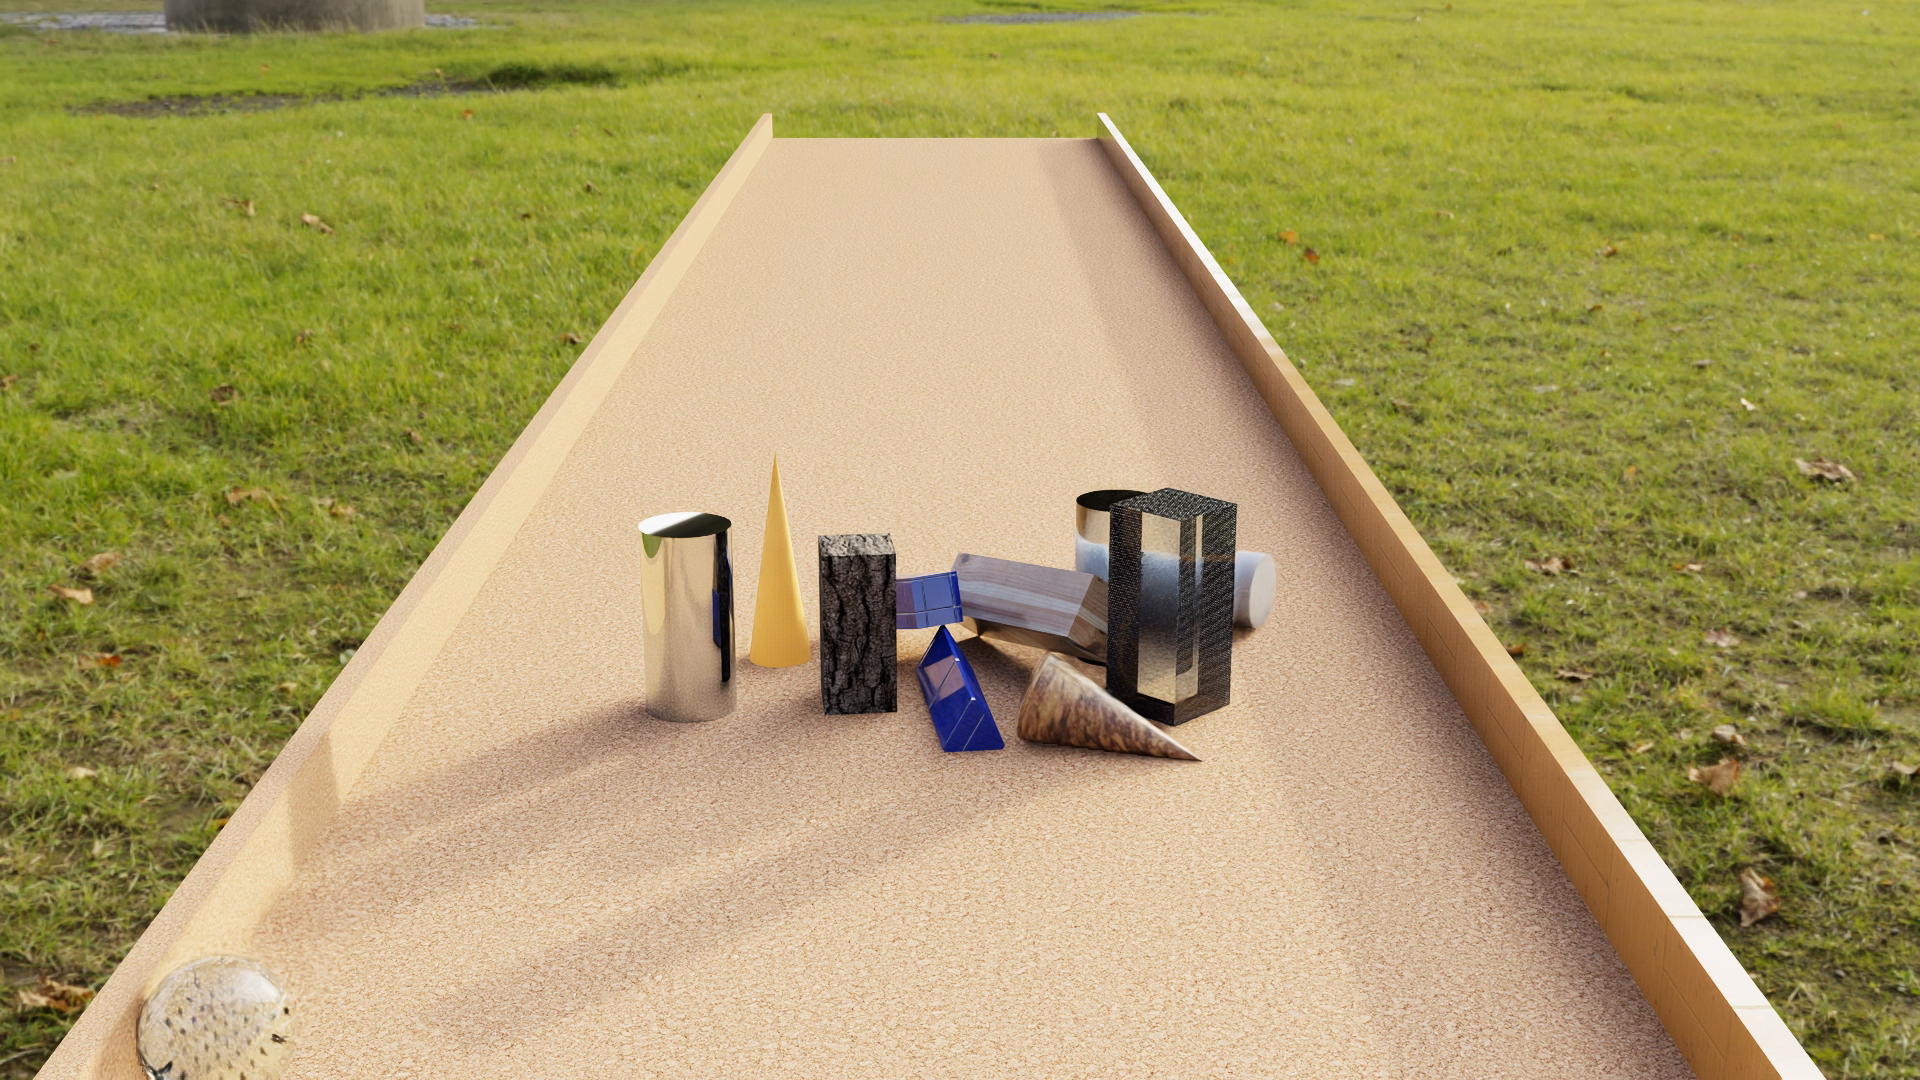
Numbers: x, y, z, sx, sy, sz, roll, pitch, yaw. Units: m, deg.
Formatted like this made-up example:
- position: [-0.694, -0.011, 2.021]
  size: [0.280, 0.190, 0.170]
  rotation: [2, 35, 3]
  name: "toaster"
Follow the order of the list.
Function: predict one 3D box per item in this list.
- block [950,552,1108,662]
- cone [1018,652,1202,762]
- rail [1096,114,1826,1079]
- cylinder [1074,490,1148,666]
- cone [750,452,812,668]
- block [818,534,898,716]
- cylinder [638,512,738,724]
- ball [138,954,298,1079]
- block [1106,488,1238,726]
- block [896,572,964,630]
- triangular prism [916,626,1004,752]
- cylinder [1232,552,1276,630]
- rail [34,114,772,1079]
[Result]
- position: [0.146, 0.131, 4.359]
  size: [0.130, 0.130, 0.440]
  rotation: [31, -13, -34]
  name: "block"
- position: [0.287, 0.338, 3.949]
  size: [0.329, 0.166, 0.166]
  rotation: [21, 23, 17]
  name: "cone"
- position: [0.932, -0.844, 7.801]
  size: [0.050, 0.150, 12.000]
  rotation: [0, 17, -1]
  name: "rail"
- position: [0.316, 0.076, 4.411]
  size: [0.173, 0.320, 0.173]
  rotation: [0, 17, 0]
  name: "cylinder"
- position: [-0.362, 0.030, 4.372]
  size: [0.125, 0.429, 0.125]
  rotation: [0, 17, 0]
  name: "cone"
- position: [-0.193, 0.158, 4.150]
  size: [0.137, 0.312, 0.137]
  rotation: [-2, 17, -6]
  name: "block"
- position: [-0.508, 0.144, 4.114]
  size: [0.172, 0.358, 0.172]
  rotation: [0, 17, 0]
  name: "cylinder"
- position: [-0.941, 0.623, 2.792]
  size: [0.193, 0.193, 0.193]
  rotation: [0, 17, 0]
  name: "ball"
- position: [0.395, 0.123, 4.120]
  size: [0.167, 0.395, 0.167]
  rotation: [16, 23, 42]
  name: "block"
- position: [-0.123, 0.124, 4.454]
  size: [0.101, 0.101, 0.360]
  rotation: [-8, 1, -26]
  name: "block"
- position: [-0.004, 0.271, 4.139]
  size: [0.110, 0.096, 0.423]
  rotation: [-3, 17, -7]
  name: "triangular prism"
- position: [0.458, 0.084, 4.672]
  size: [0.390, 0.156, 0.156]
  rotation: [8, 19, 26]
  name: "cylinder"
- position: [-1.118, -0.838, 7.780]
  size: [0.050, 0.150, 12.000]
  rotation: [0, 17, -1]
  name: "rail"
